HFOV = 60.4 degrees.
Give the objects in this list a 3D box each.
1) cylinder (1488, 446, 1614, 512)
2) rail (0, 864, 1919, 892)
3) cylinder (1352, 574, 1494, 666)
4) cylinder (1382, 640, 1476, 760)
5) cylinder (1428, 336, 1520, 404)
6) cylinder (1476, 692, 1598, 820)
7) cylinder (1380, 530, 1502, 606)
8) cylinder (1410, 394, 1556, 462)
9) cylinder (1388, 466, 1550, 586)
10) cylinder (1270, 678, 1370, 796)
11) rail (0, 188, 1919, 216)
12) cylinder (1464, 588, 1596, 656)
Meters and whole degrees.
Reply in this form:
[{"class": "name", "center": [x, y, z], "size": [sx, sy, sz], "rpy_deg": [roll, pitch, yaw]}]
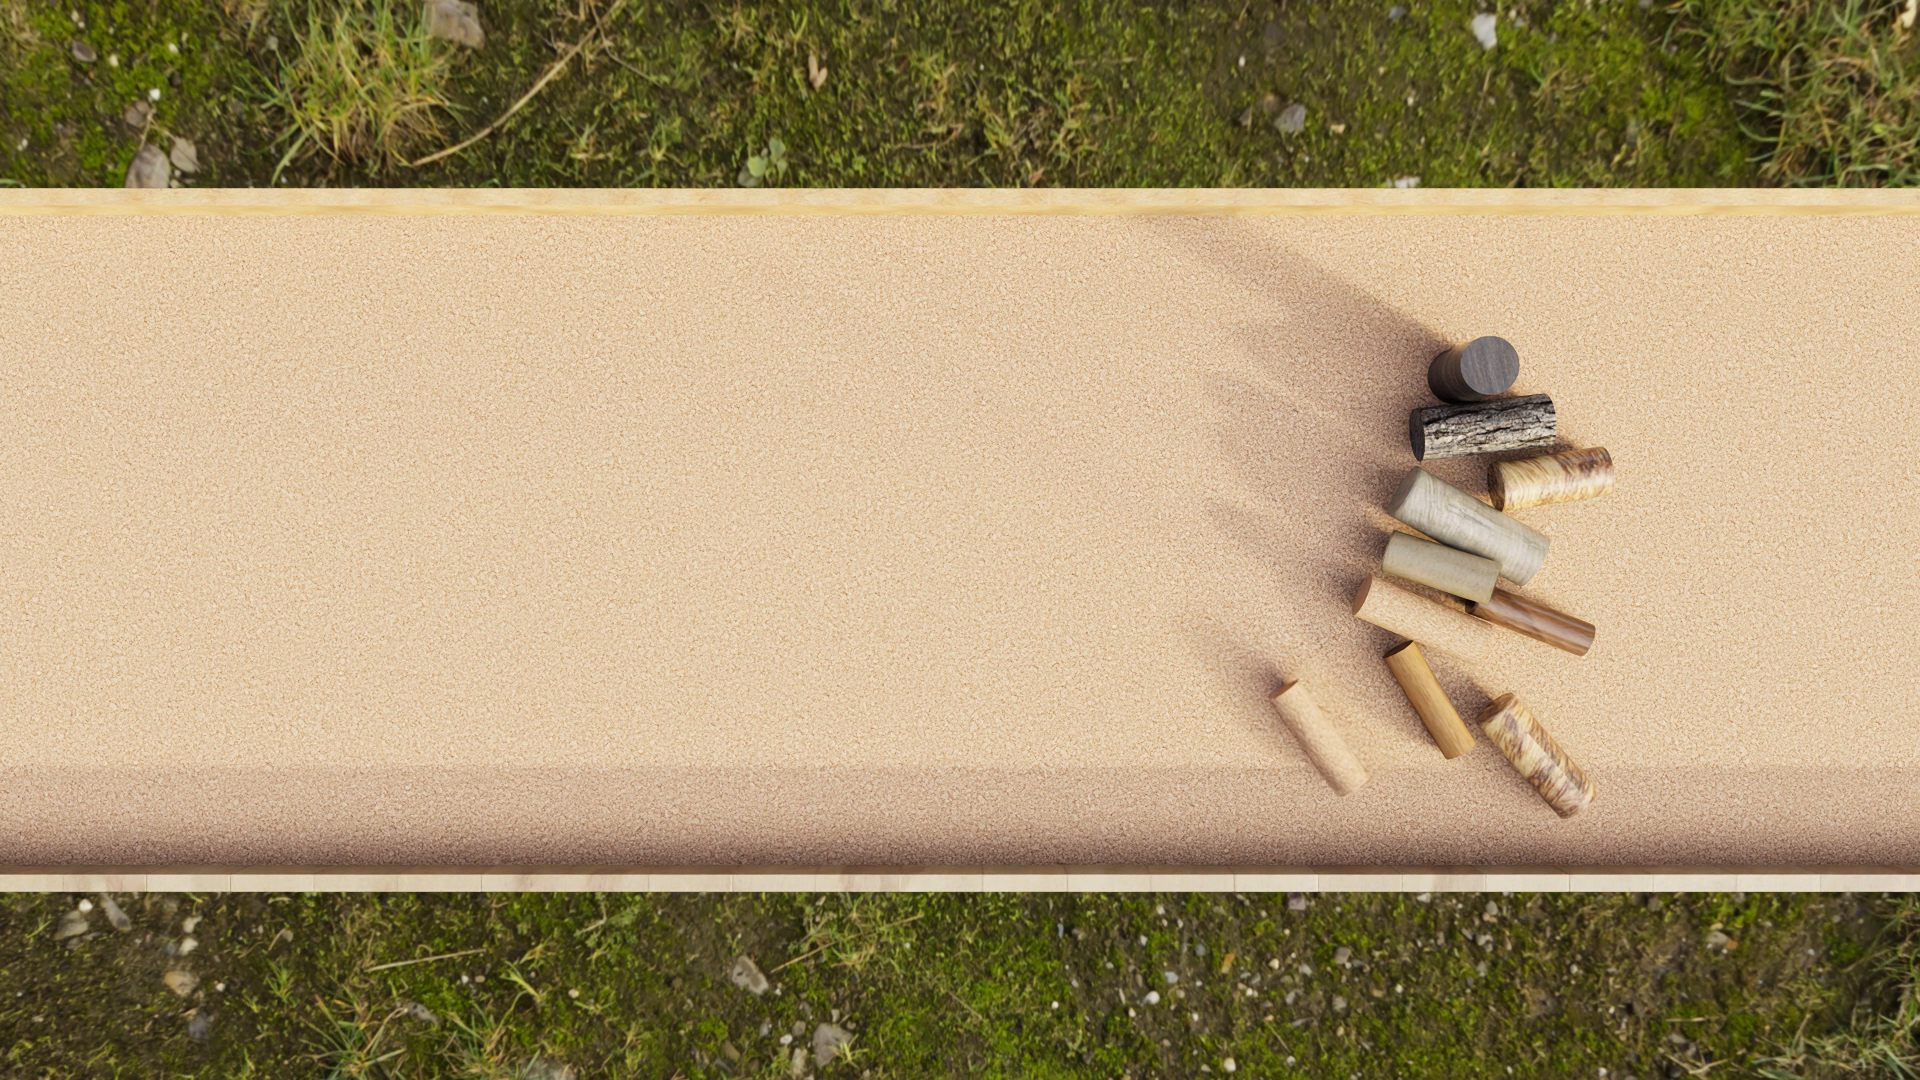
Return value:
[{"class": "cylinder", "center": [1.789, -0.185, 5.001], "size": [0.332, 0.152, 0.152], "rpy_deg": [-9, 90, 0]}, {"class": "rail", "center": [-2.247, 1.025, 5.001], "size": [12.000, 0.150, 0.050], "rpy_deg": [0, 90, 0]}, {"class": "cylinder", "center": [1.403, 0.242, 5.008], "size": [0.394, 0.137, 0.137], "rpy_deg": [23, 90, 0]}, {"class": "cylinder", "center": [1.430, 0.487, 5.024], "size": [0.104, 0.104, 0.363], "rpy_deg": [-32, 90, 0]}, {"class": "cylinder", "center": [1.525, -0.503, 4.910], "size": [0.171, 0.334, 0.171], "rpy_deg": [0, 90, 0]}, {"class": "cylinder", "center": [1.749, 0.654, 5.006], "size": [0.141, 0.141, 0.387], "rpy_deg": [-42, 90, 0]}, {"class": "cylinder", "center": [1.446, 0.082, 4.961], "size": [0.328, 0.132, 0.132], "rpy_deg": [19, 90, 19]}, {"class": "cylinder", "center": [1.581, -0.341, 4.996], "size": [0.396, 0.162, 0.162], "rpy_deg": [-7, 90, 0]}, {"class": "cylinder", "center": [1.538, -0.042, 4.991], "size": [0.448, 0.171, 0.171], "rpy_deg": [28, 90, 0]}, {"class": "cylinder", "center": [1.094, 0.601, 5.023], "size": [0.107, 0.107, 0.364], "rpy_deg": [-36, 90, 0]}, {"class": "rail", "center": [-2.247, -1.025, 5.002], "size": [12.000, 0.150, 0.050], "rpy_deg": [0, 90, 0]}, {"class": "cylinder", "center": [1.735, 0.240, 5.024], "size": [0.371, 0.106, 0.106], "rpy_deg": [21, 90, 0]}]
